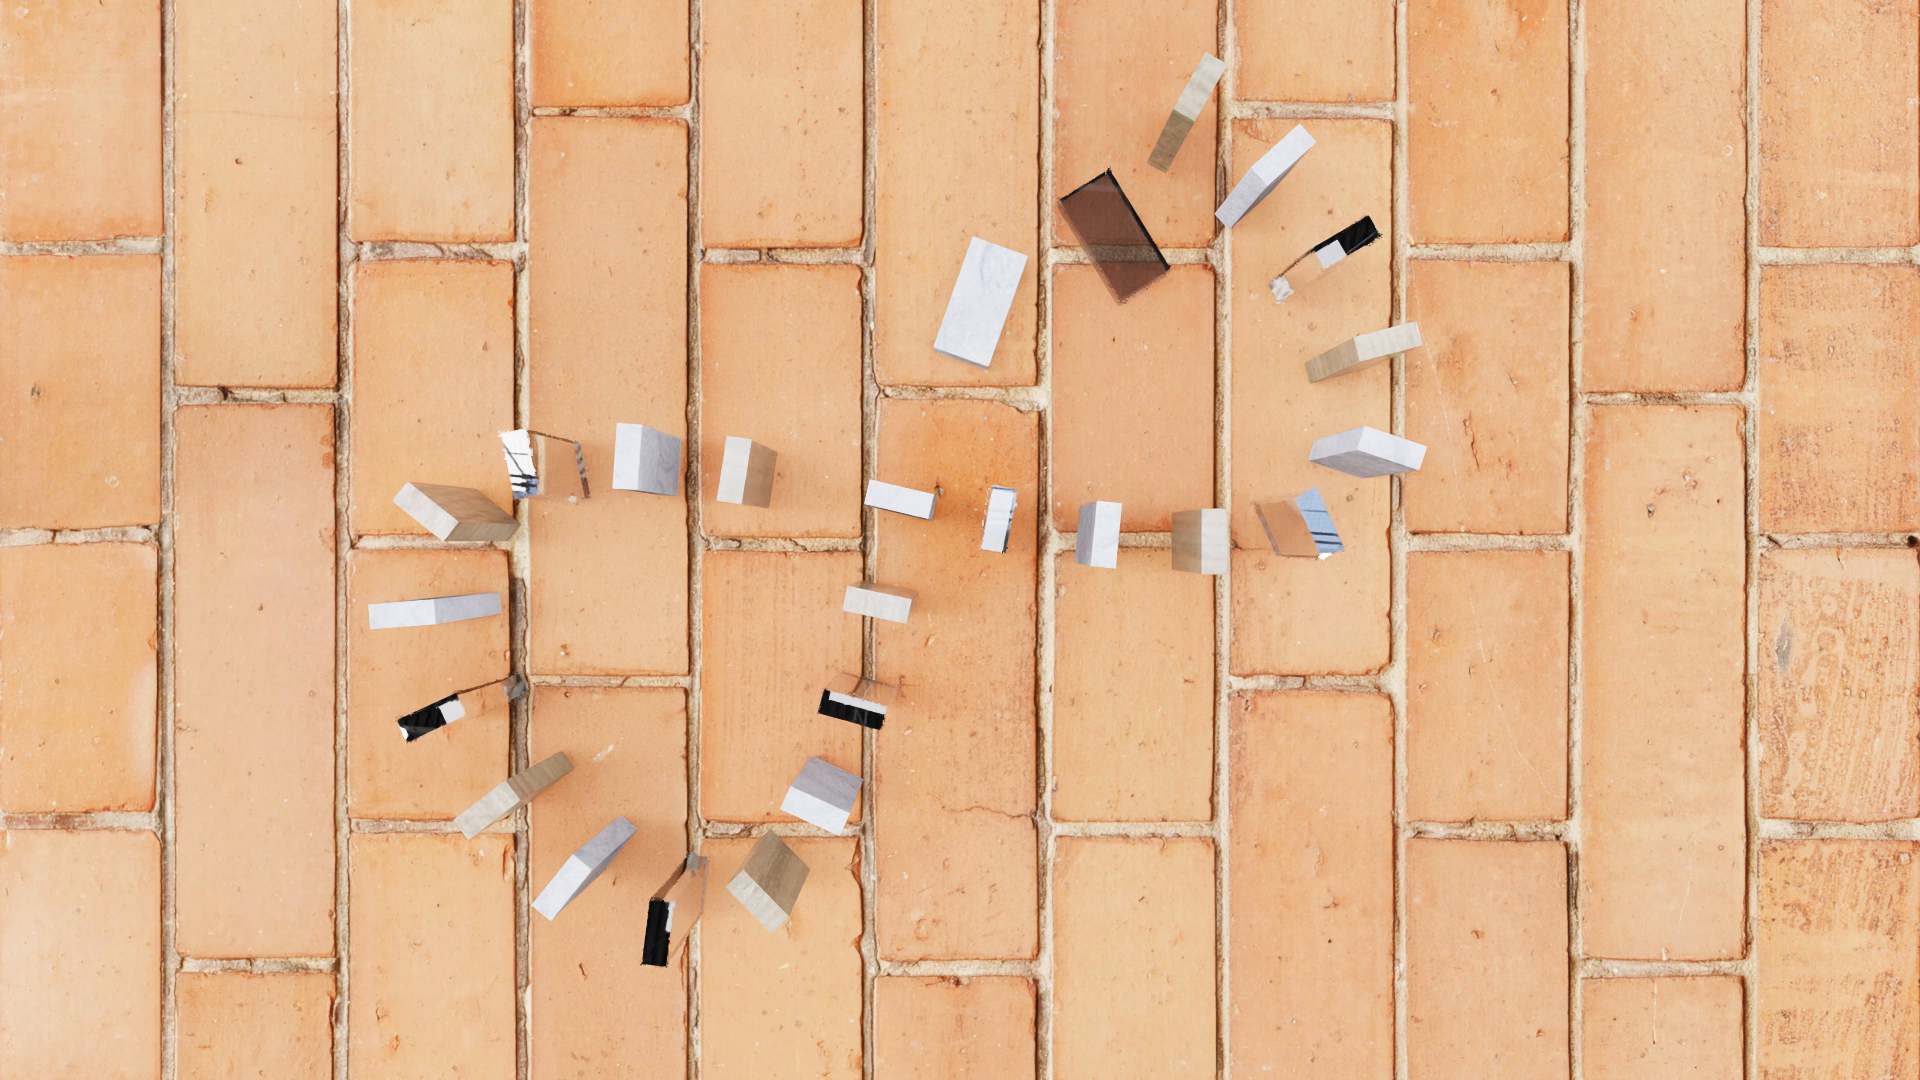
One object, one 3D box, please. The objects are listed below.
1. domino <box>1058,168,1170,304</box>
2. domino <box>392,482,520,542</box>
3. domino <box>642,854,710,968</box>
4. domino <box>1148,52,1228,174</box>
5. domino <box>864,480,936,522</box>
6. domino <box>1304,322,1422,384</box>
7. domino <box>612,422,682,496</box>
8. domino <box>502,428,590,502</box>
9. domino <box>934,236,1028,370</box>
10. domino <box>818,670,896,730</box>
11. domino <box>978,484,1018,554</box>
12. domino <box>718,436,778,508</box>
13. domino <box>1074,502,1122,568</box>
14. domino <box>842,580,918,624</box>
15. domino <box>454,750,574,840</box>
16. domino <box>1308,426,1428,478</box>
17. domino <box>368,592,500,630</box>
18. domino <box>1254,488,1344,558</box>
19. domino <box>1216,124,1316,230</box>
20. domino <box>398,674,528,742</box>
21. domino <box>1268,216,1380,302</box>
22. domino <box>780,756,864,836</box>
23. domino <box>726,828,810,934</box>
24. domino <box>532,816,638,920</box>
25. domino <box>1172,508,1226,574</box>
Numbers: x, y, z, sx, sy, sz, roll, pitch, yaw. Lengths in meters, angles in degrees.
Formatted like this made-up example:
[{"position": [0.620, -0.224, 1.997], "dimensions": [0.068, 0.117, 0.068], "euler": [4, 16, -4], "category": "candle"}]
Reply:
[{"position": [0.066, -0.130, 0.395], "dimensions": [0.025, 0.009, 0.050], "euler": [-32, 90, 0], "category": "domino"}, {"position": [-0.204, -0.011, 0.375], "dimensions": [0.025, 0.050, 0.009], "euler": [38, 90, 0], "category": "domino"}, {"position": [-0.115, 0.150, 0.375], "dimensions": [0.009, 0.050, 0.025], "euler": [7, 90, 0], "category": "domino"}, {"position": [0.092, -0.173, 0.375], "dimensions": [0.010, 0.050, 0.025], "euler": [30, 90, 0], "category": "domino"}, {"position": [-0.023, -0.016, 0.375], "dimensions": [0.025, 0.050, 0.009], "euler": [13, 90, 0], "category": "domino"}, {"position": [0.164, -0.076, 0.375], "dimensions": [0.025, 0.050, 0.010], "euler": [-15, 90, 0], "category": "domino"}, {"position": [-0.127, -0.032, 0.375], "dimensions": [0.009, 0.050, 0.025], "euler": [4, 90, 0], "category": "domino"}, {"position": [-0.168, -0.029, 0.375], "dimensions": [0.009, 0.050, 0.025], "euler": [-12, 90, 0], "category": "domino"}, {"position": [0.009, -0.102, 0.395], "dimensions": [0.025, 0.010, 0.050], "euler": [20, 90, 0], "category": "domino"}, {"position": [-0.041, 0.065, 0.375], "dimensions": [0.025, 0.050, 0.009], "euler": [15, 90, 0], "category": "domino"}, {"position": [0.015, -0.008, 0.375], "dimensions": [0.010, 0.050, 0.025], "euler": [11, 90, 0], "category": "domino"}, {"position": [-0.086, -0.027, 0.375], "dimensions": [0.010, 0.050, 0.025], "euler": [9, 90, 0], "category": "domino"}, {"position": [0.056, -0.002, 0.375], "dimensions": [0.009, 0.050, 0.025], "euler": [6, 90, 0], "category": "domino"}, {"position": [-0.032, 0.025, 0.375], "dimensions": [0.025, 0.050, 0.010], "euler": [12, 90, 0], "category": "domino"}, {"position": [-0.181, 0.103, 0.375], "dimensions": [0.025, 0.050, 0.010], "euler": [-37, 90, 0], "category": "domino"}, {"position": [0.165, -0.035, 0.375], "dimensions": [0.025, 0.050, 0.009], "euler": [18, 90, 0], "category": "domino"}, {"position": [-0.213, 0.028, 0.375], "dimensions": [0.025, 0.050, 0.009], "euler": [-4, 90, 0], "category": "domino"}, {"position": [0.137, -0.006, 0.375], "dimensions": [0.010, 0.050, 0.025], "euler": [-24, 90, 0], "category": "domino"}, {"position": [0.124, -0.147, 0.375], "dimensions": [0.025, 0.050, 0.009], "euler": [-42, 90, 0], "category": "domino"}, {"position": [-0.202, 0.068, 0.375], "dimensions": [0.025, 0.050, 0.010], "euler": [-25, 90, 0], "category": "domino"}, {"position": [0.148, -0.114, 0.375], "dimensions": [0.025, 0.050, 0.009], "euler": [-30, 90, 0], "category": "domino"}, {"position": [-0.055, 0.104, 0.375], "dimensions": [0.025, 0.050, 0.010], "euler": [24, 90, 0], "category": "domino"}, {"position": [-0.077, 0.138, 0.375], "dimensions": [0.009, 0.050, 0.025], "euler": [-44, 90, 0], "category": "domino"}, {"position": [-0.152, 0.133, 0.375], "dimensions": [0.010, 0.050, 0.025], "euler": [39, 90, 0], "category": "domino"}, {"position": [0.097, 0.001, 0.375], "dimensions": [0.009, 0.050, 0.025], "euler": [0, 90, 0], "category": "domino"}]
